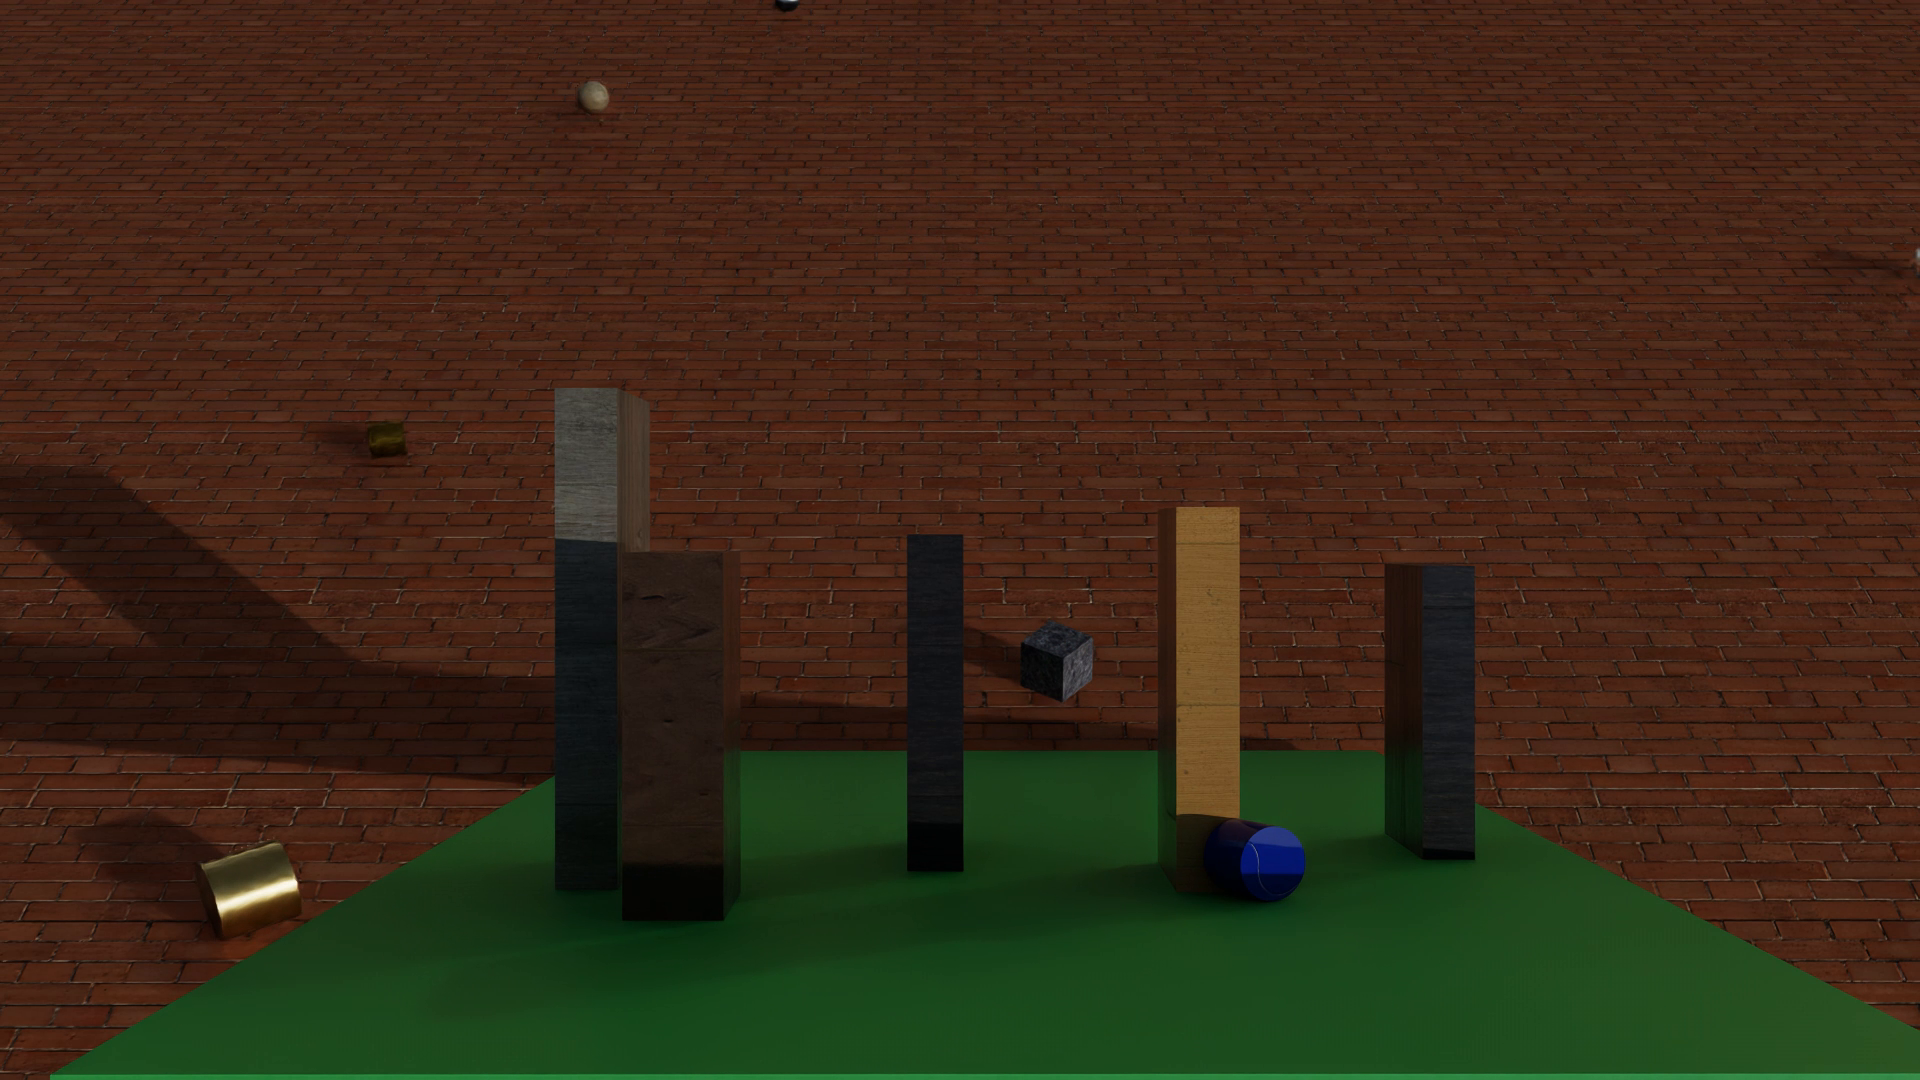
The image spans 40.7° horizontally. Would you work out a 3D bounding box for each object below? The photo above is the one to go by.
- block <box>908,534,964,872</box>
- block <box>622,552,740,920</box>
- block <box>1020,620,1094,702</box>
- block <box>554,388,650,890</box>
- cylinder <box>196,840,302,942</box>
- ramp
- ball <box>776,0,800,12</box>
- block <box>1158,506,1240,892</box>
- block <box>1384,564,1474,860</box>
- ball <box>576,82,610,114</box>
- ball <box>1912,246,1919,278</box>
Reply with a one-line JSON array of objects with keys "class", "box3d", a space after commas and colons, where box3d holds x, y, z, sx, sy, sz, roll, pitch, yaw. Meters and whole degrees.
[{"class": "block", "box3d": [-0.041, 0.268, 4.471, 0.092, 0.554, 0.427, 0, 0, 0]}, {"class": "block", "box3d": [-0.412, 0.282, 3.856, 0.145, 0.528, 0.293, 0, 0, 0]}, {"class": "block", "box3d": [0.264, 0.330, 7.053, 0.141, 0.141, 0.141, 20, 36, 31]}, {"class": "block", "box3d": [-0.584, 0.154, 4.250, 0.097, 0.783, 0.429, 0, 0, 0]}, {"class": "cylinder", "box3d": [-1.685, 0.830, 6.129, 0.189, 0.189, 0.189, -17, 34, -27]}, {"class": "ramp", "box3d": [0.067, 0.594, 4.650, 2.000, 0.100, 4.000, 0, 0, 0]}, {"class": "ball", "box3d": [-0.805, -2.522, 12.073, 0.114, 0.114, 0.114, 0, 30, 0]}, {"class": "block", "box3d": [0.384, 0.247, 4.190, 0.098, 0.596, 0.371, 0, 0, 0]}, {"class": "block", "box3d": [0.832, 0.294, 4.601, 0.089, 0.500, 0.389, 0, 0, 0]}, {"class": "ball", "box3d": [-1.546, -1.864, 10.899, 0.136, 0.136, 0.136, 0, 30, 0]}, {"class": "ball", "box3d": [3.535, -1.008, 9.371, 0.165, 0.165, 0.165, 0, 30, 0]}]
